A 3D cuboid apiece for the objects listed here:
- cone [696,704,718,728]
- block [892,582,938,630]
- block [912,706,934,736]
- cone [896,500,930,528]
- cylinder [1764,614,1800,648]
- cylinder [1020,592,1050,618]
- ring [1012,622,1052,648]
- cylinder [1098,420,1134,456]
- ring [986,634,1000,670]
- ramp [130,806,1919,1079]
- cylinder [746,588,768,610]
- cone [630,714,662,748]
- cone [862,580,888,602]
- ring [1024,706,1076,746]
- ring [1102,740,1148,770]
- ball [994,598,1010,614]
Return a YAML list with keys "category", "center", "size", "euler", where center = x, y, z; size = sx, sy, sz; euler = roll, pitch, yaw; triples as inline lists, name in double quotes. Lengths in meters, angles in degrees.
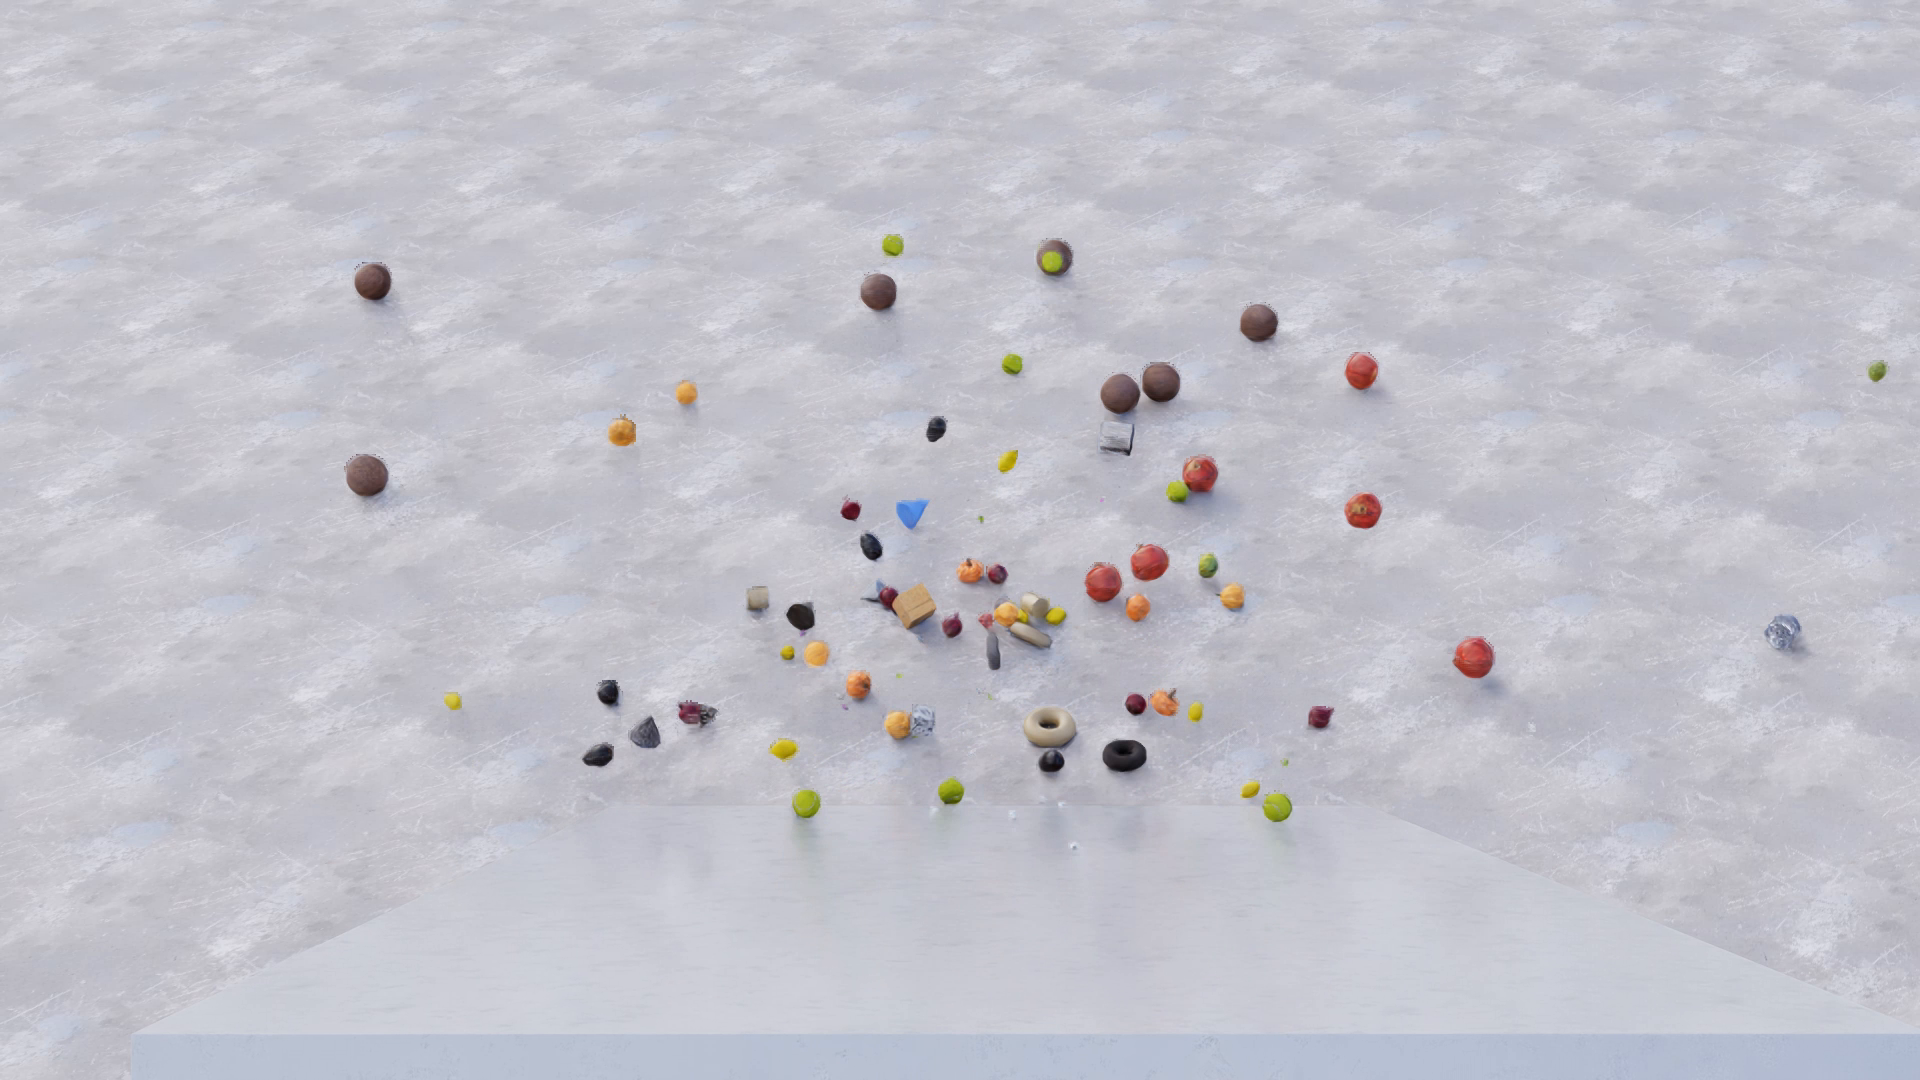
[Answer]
- category: "cone"
  center: [-0.715, 0.502, 7.269]
  size: [0.064, 0.064, 0.064]
  euler: [7, 63, 9]
- category: "block"
  center: [-0.133, 0.193, 7.604]
  size: [0.087, 0.087, 0.087]
  euler: [-28, 79, -20]
- category: "block"
  center: [-0.102, 0.499, 7.190]
  size: [0.055, 0.055, 0.055]
  euler: [10, 34, -7]
- category: "cone"
  center: [-0.130, -0.099, 8.010]
  size: [0.096, 0.096, 0.096]
  euler: [-31, 46, -25]
- category: "cylinder"
  center: [2.385, 0.263, 7.539]
  size: [0.079, 0.079, 0.079]
  euler: [21, 32, 26]
- category: "cylinder"
  center: [0.218, 0.192, 7.626]
  size: [0.063, 0.063, 0.063]
  euler: [-21, 25, -26]
- category: "ring"
  center: [0.206, 0.277, 7.516]
  size: [0.126, 0.126, 0.042]
  euler: [22, 85, 27]
- category: "cylinder"
  center: [0.500, -0.327, 8.334]
  size: [0.100, 0.100, 0.100]
  euler: [8, 36, -3]
- category: "ring"
  center: [0.095, 0.321, 7.451]
  size: [0.035, 0.104, 0.104]
  euler: [-6, 36, 0]
- category: "ramp"
  center: [0.079, 0.676, 4.884]
  size: [2.000, 0.100, 4.000]
  euler: [0, -2, 0]
- category: "cylinder"
  center: [-0.600, 0.174, 7.687]
  size: [0.060, 0.060, 0.060]
  euler: [-2, 36, -9]
- category: "cone"
  center: [-0.861, 0.514, 7.185]
  size: [0.088, 0.088, 0.088]
  euler: [12, 37, -9]
- category: "cone"
  center: [-0.266, 0.163, 7.729]
  size: [0.074, 0.074, 0.074]
  euler: [-20, 32, 19]
- category: "ring"
  center: [0.250, 0.519, 7.229]
  size: [0.148, 0.049, 0.148]
  euler: [-1, 36, 1]
- category: "ring"
  center: [0.451, 0.590, 7.131]
  size: [0.125, 0.042, 0.125]
  euler: [-3, 29, 2]
- category: "ball"
  center: [0.125, 0.195, 7.671]
  size: [0.050, 0.050, 0.050]
  euler: [0, 36, 0]
